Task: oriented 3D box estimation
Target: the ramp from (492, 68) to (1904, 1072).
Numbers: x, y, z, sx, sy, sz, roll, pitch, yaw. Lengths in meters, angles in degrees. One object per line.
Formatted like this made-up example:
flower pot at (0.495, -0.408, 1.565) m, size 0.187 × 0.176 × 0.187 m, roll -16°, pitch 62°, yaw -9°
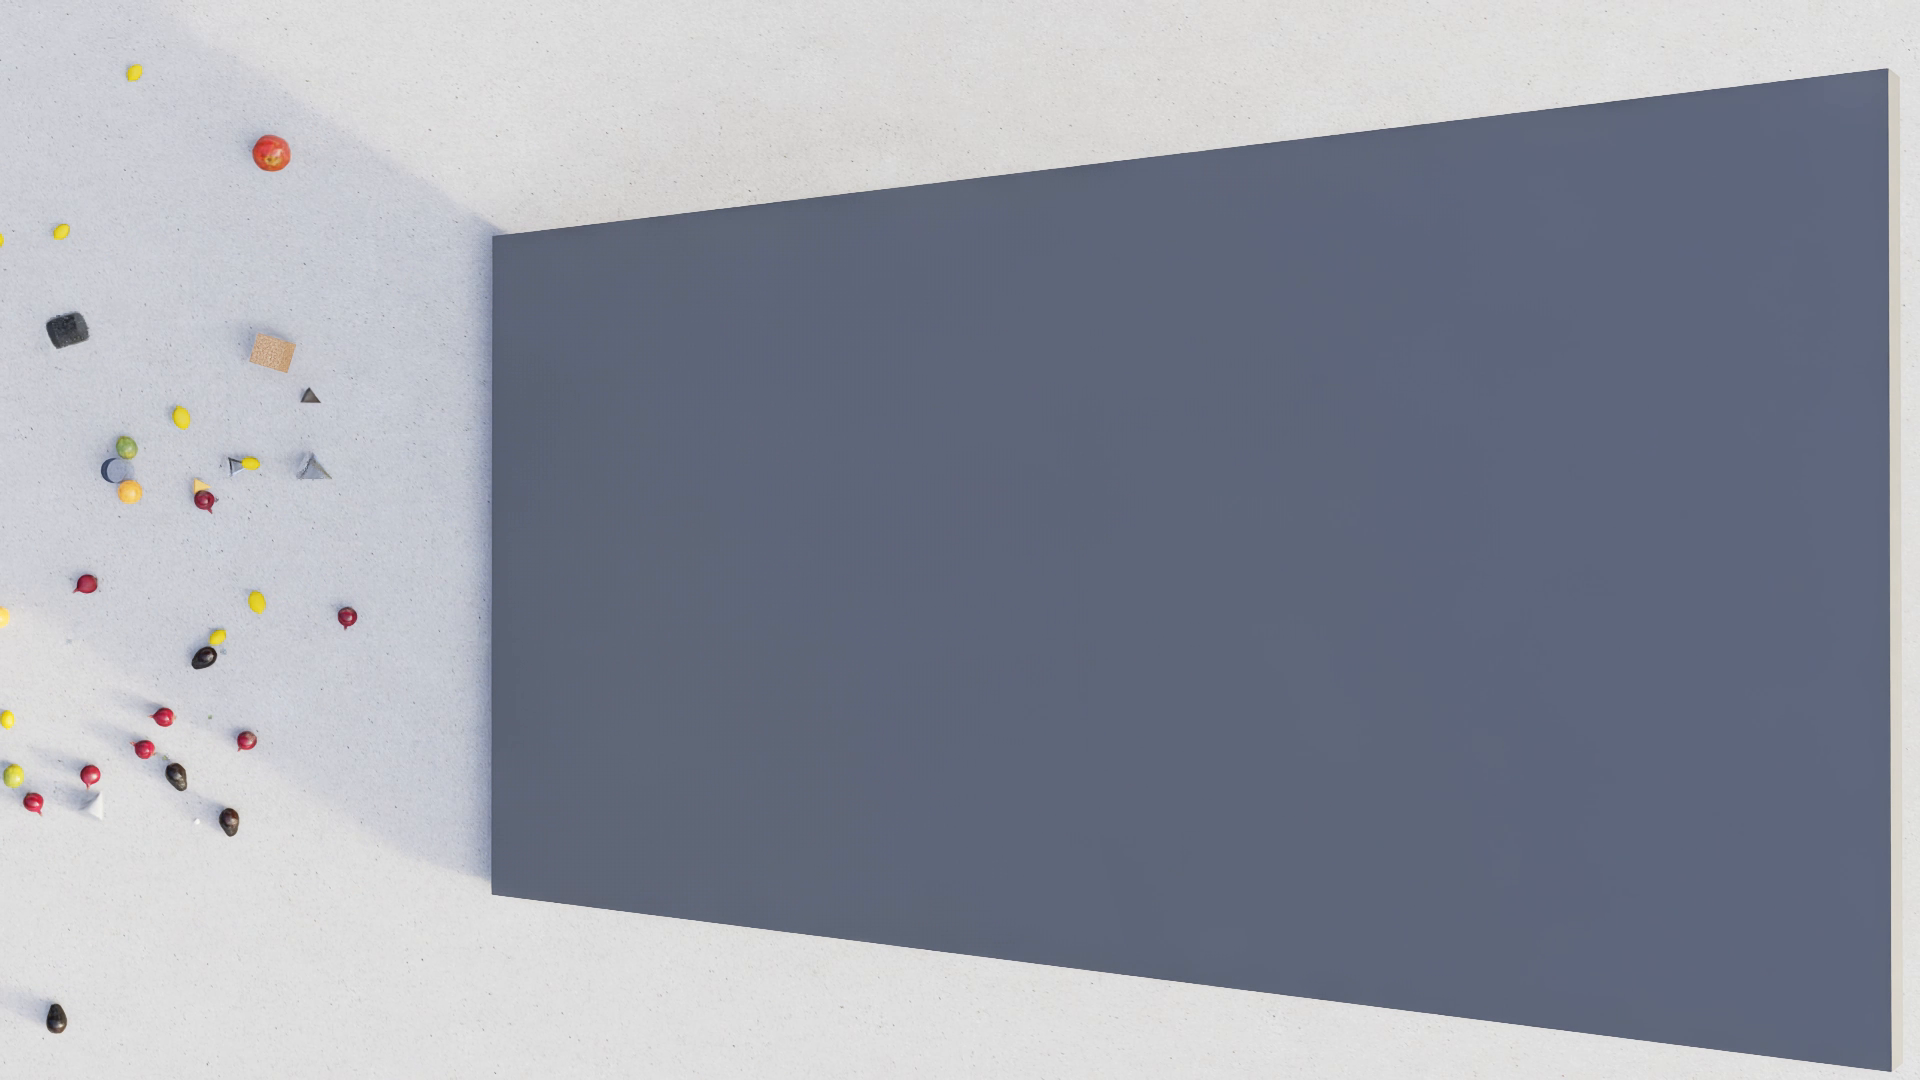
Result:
ramp at (0.244, 0.068, 5.569) m, size 4.000 × 0.100 × 2.000 m, roll 0°, pitch 89°, yaw 35°

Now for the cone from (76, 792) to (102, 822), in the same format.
cone at (-2.648, 0.807, 6.734) m, size 0.084 × 0.084 × 0.084 m, roll 17°, pitch 63°, yaw 0°

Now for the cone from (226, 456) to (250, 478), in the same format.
cone at (-2.210, -0.226, 6.746) m, size 0.067 × 0.067 × 0.067 m, roll -7°, pitch 90°, yaw -27°

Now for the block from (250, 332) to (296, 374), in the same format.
block at (-2.099, -0.571, 6.718) m, size 0.092 × 0.092 × 0.092 m, roll 17°, pitch 90°, yaw 0°

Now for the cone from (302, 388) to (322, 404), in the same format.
cone at (-1.985, -0.433, 6.751) m, size 0.054 × 0.054 × 0.054 m, roll 29°, pitch 90°, yaw -26°

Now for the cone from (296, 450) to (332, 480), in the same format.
cone at (-1.967, -0.209, 6.740) m, size 0.096 × 0.096 × 0.096 m, roll 31°, pitch 90°, yaw -26°

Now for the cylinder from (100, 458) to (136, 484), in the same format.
cylinder at (-2.574, -0.211, 6.723) m, size 0.077 × 0.077 × 0.077 m, roll 0°, pitch 90°, yaw 0°
